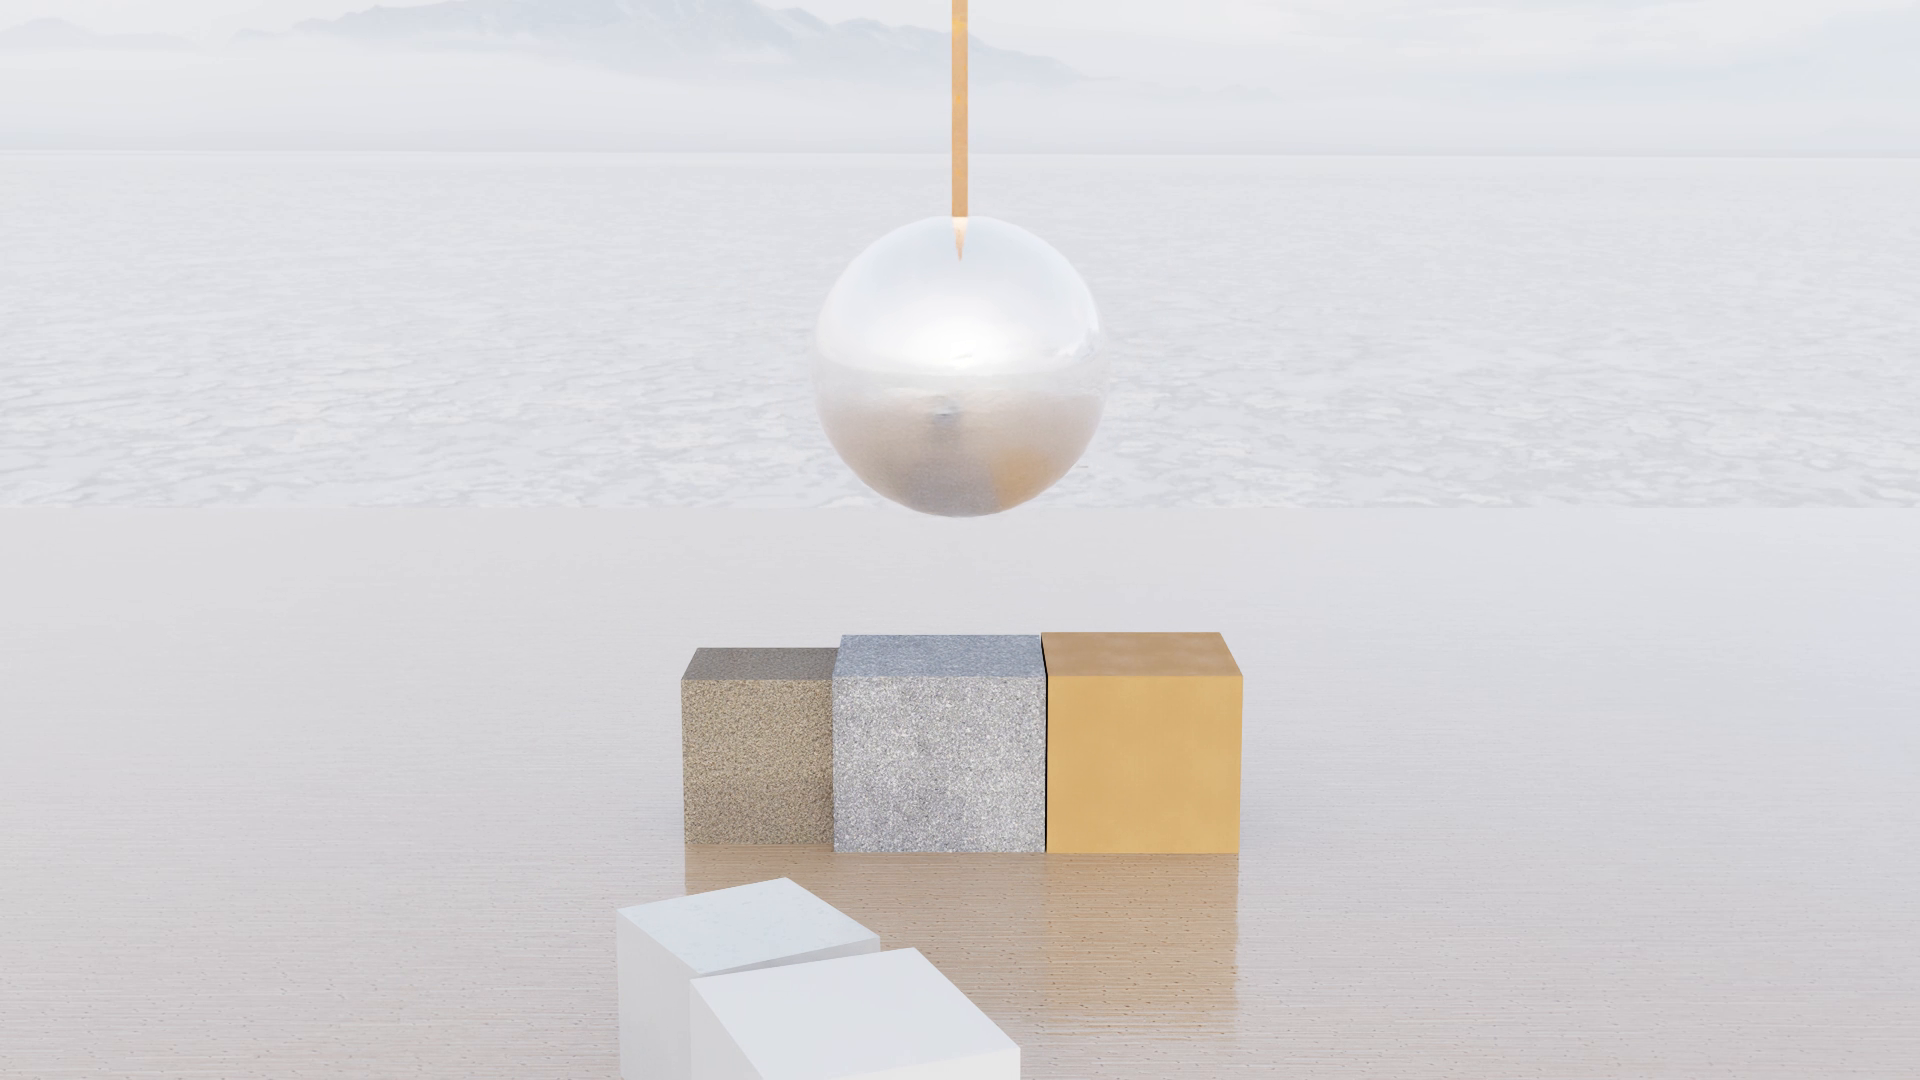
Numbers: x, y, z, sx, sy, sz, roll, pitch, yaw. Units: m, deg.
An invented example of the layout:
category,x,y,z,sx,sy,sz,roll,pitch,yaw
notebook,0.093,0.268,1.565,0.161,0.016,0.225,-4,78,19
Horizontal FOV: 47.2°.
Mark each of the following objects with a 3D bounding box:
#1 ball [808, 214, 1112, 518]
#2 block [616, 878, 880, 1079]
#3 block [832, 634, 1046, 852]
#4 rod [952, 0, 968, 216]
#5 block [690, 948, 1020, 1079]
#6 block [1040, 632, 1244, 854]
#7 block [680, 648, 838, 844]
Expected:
category,x,y,z,sx,sy,sz,roll,pitch,yaw
ball,0.000,-0.917,11.629,1.600,1.600,1.600,0,10,0
block,-0.789,1.736,8.160,0.711,0.664,0.759,-6,12,-30
block,-0.103,1.032,11.369,1.052,0.901,0.940,0,10,0
rod,0.000,-4.183,10.687,0.080,5.200,0.080,0,16,0
block,-0.353,1.880,7.015,0.788,0.790,0.912,-4,11,-22
block,0.913,1.028,11.372,0.959,0.909,0.981,0,10,0
block,-1.015,1.053,11.390,0.754,0.853,0.714,0,10,0
